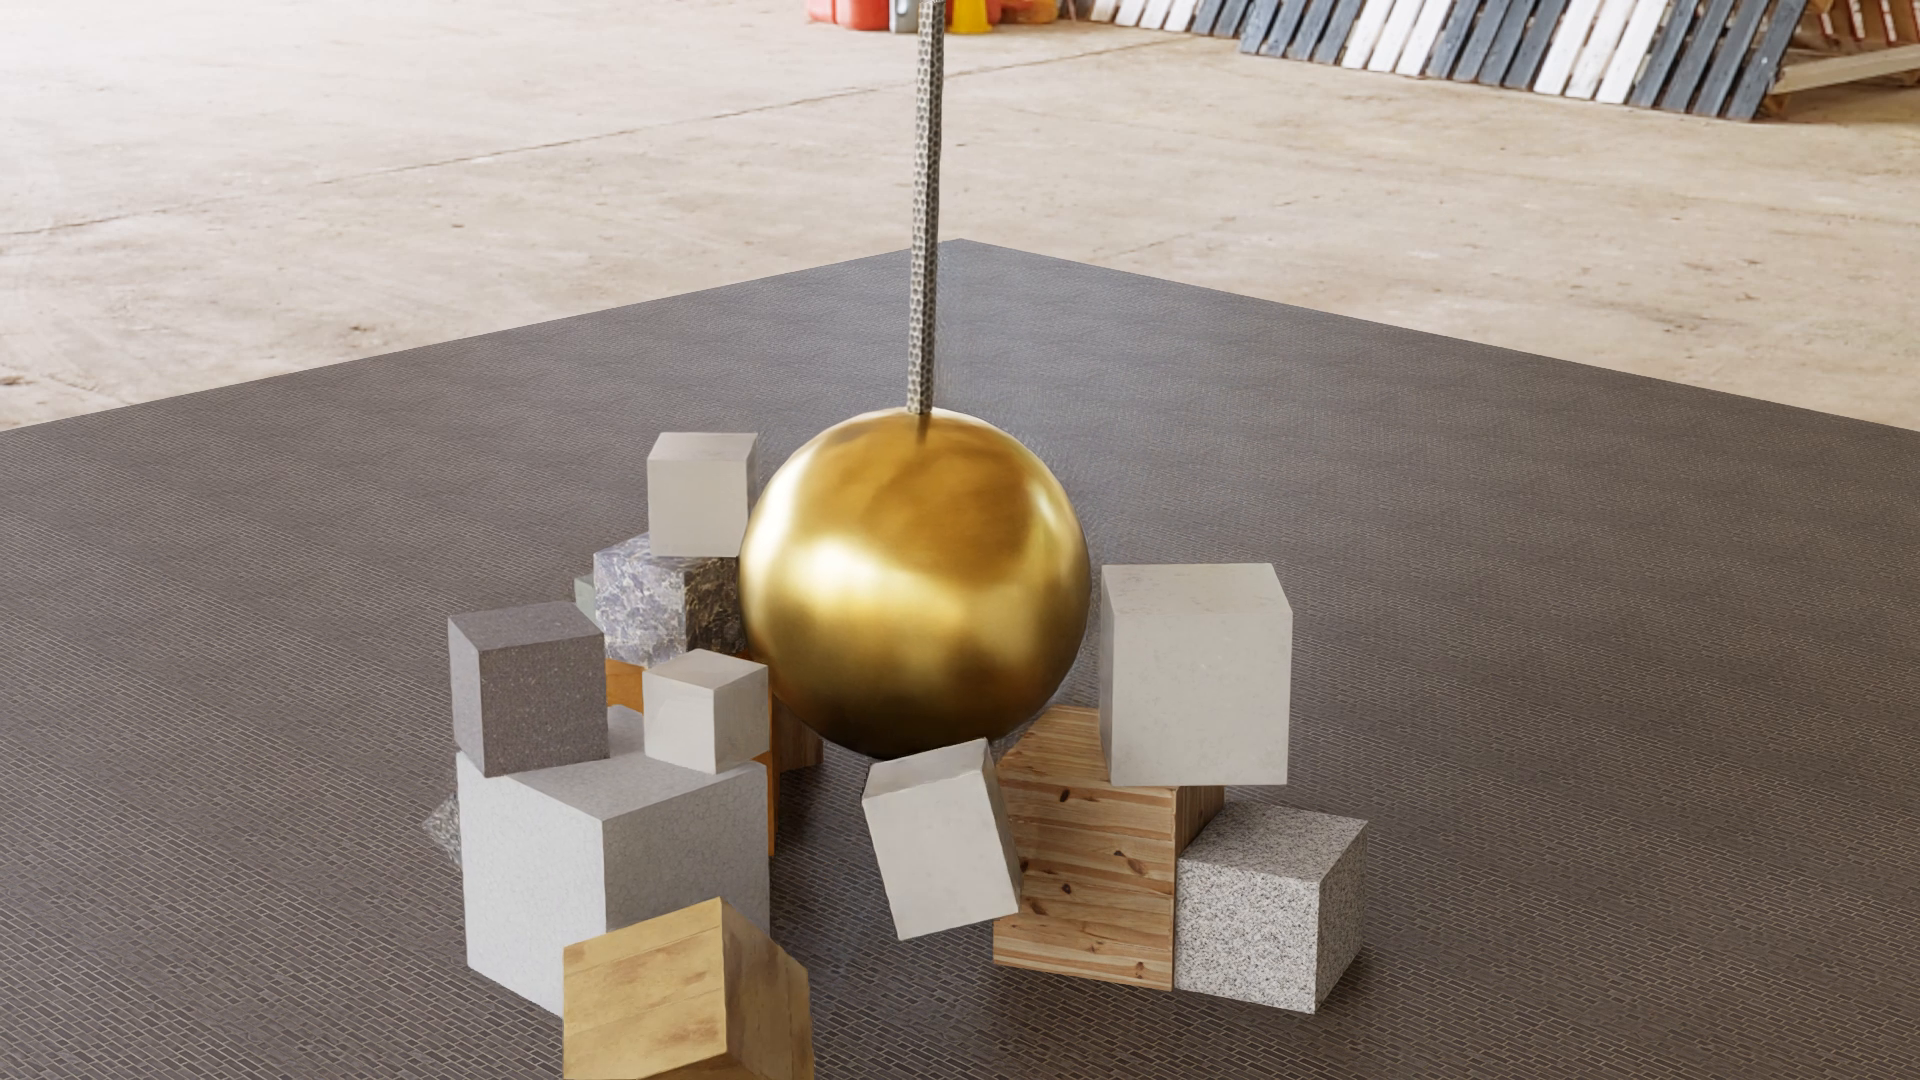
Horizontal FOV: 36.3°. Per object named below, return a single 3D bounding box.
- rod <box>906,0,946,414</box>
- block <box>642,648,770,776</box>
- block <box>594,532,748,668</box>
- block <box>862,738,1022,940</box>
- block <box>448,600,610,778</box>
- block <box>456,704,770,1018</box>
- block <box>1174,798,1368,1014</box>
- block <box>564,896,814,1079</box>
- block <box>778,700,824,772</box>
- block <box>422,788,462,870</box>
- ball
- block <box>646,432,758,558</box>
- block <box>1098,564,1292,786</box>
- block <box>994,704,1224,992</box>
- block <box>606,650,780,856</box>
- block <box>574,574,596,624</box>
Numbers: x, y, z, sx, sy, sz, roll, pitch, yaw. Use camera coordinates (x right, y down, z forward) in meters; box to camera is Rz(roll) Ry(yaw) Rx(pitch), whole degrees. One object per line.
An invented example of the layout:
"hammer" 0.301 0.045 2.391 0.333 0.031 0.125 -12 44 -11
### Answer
"rod" -0.090 -3.076 12.281 0.080 5.200 0.080 17 21 42
"block" -1.054 0.711 12.188 0.379 0.376 0.356 12 21 33
"block" -1.316 0.275 13.615 0.525 0.499 0.540 11 21 31
"block" -0.066 1.207 11.909 0.492 0.597 0.562 -14 9 5
"block" -1.799 0.613 12.207 0.530 0.551 0.481 -8 19 -23
"block" -1.451 1.378 12.326 0.847 0.980 1.004 -16 23 -41
"block" 1.324 1.543 12.448 0.615 0.591 0.707 7 19 23
"block" -0.991 1.811 10.747 0.665 0.668 0.623 -20 51 18
"block" -1.180 0.771 14.791 0.703 0.661 0.730 -11 20 -30
"block" -2.037 1.214 12.980 0.428 0.397 0.435 -42 1 -36
"ball" -0.207 0.199 13.188 1.600 1.600 1.600 0 17 0
"block" -1.182 -0.212 13.567 0.451 0.459 0.469 1 17 3
"block" 0.976 0.558 12.304 0.726 0.748 0.657 -1 17 -2
"block" 0.651 1.311 12.665 0.792 0.905 0.805 6 18 19
"block" -1.303 0.936 13.856 0.865 0.906 0.716 0 17 -1
"block" -1.571 0.546 15.413 0.669 0.710 0.592 -14 23 -37
